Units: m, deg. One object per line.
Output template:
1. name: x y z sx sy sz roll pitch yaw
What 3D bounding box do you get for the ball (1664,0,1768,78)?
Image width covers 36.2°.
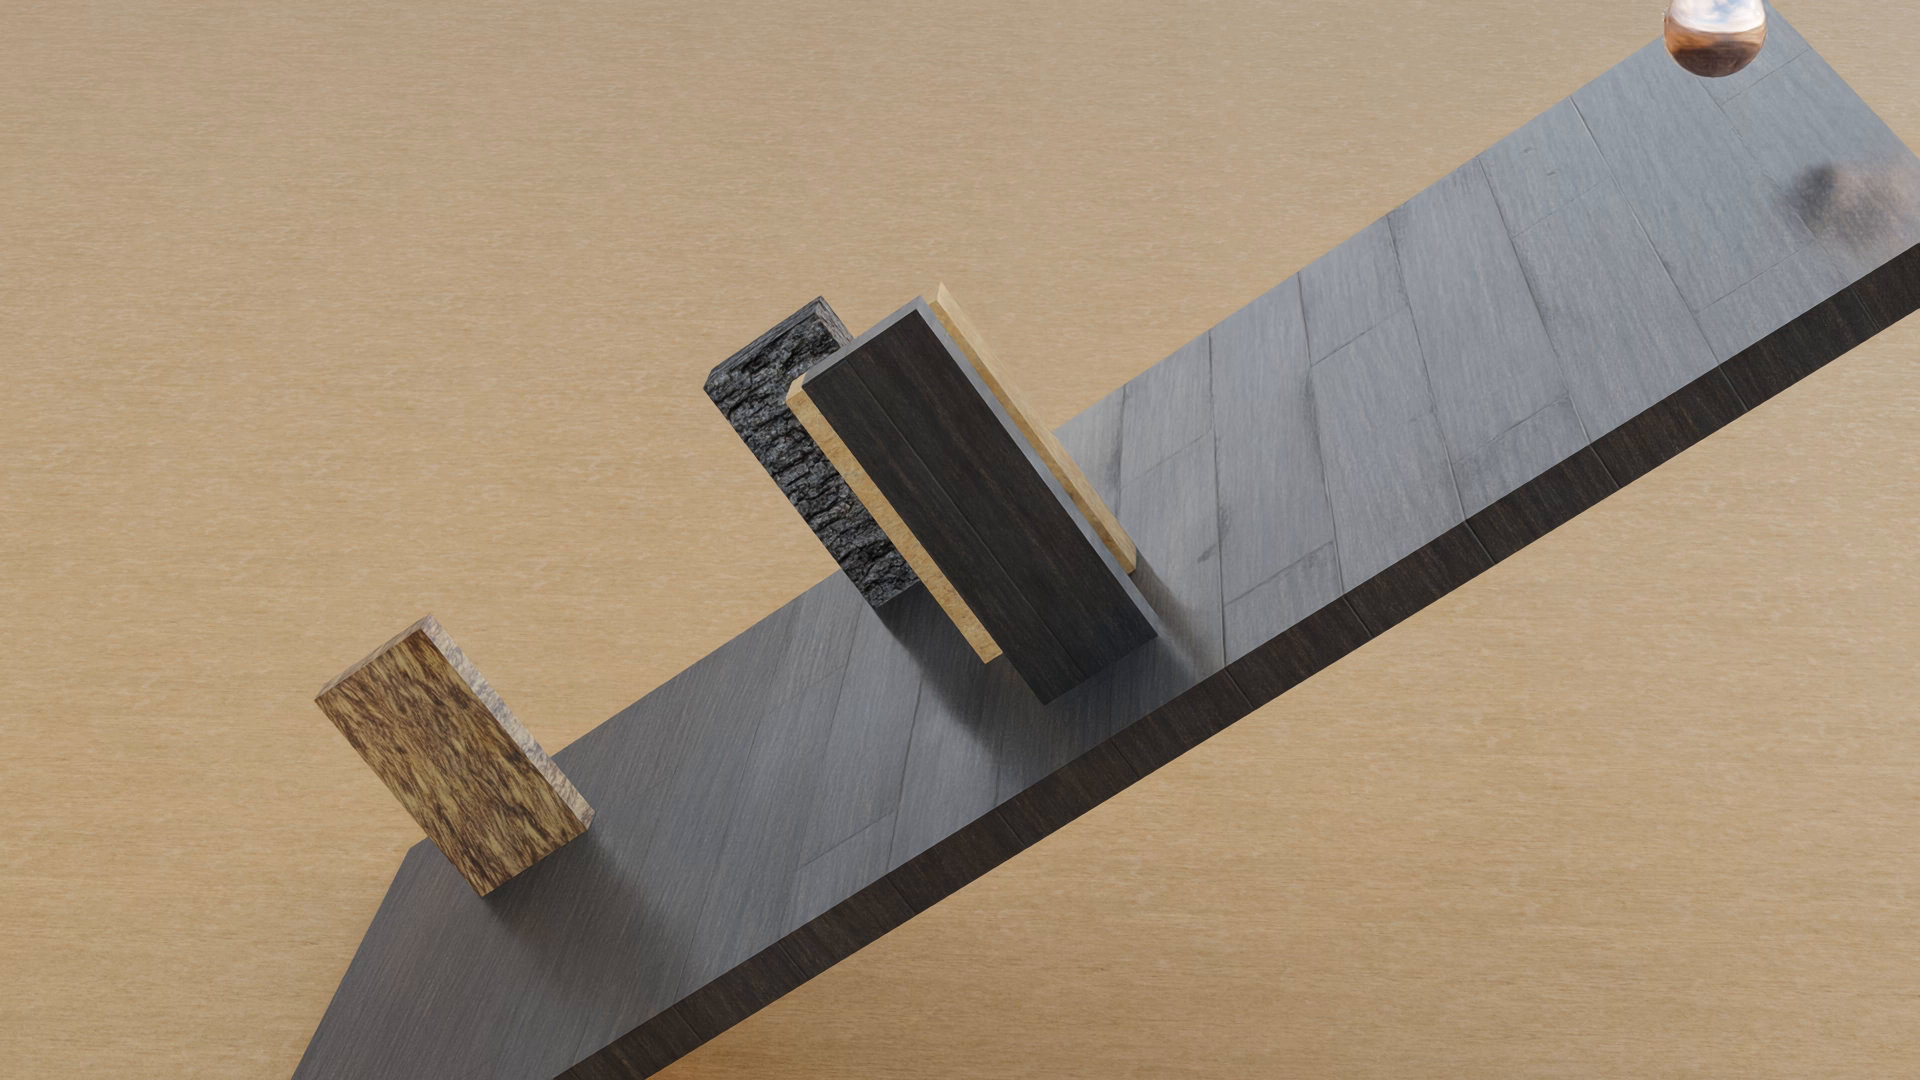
1. ball: 1.476 -1.002 5.748 0.197 0.197 0.197 0 22 0

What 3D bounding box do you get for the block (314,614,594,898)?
1. block: -1.179 0.507 6.875 0.325 0.618 0.091 -33 16 15

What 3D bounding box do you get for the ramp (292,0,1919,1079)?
1. ramp: 0.134 0.175 6.309 4.000 0.100 2.000 -33 16 15

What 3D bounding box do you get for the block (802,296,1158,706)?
1. block: 0.044 -0.068 5.545 0.264 0.783 0.090 -33 16 15

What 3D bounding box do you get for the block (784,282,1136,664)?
1. block: 0.007 -0.132 5.983 0.375 0.692 0.125 -33 16 15

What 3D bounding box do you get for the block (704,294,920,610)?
1. block: -0.260 -0.200 6.827 0.320 0.663 0.139 -33 16 15
